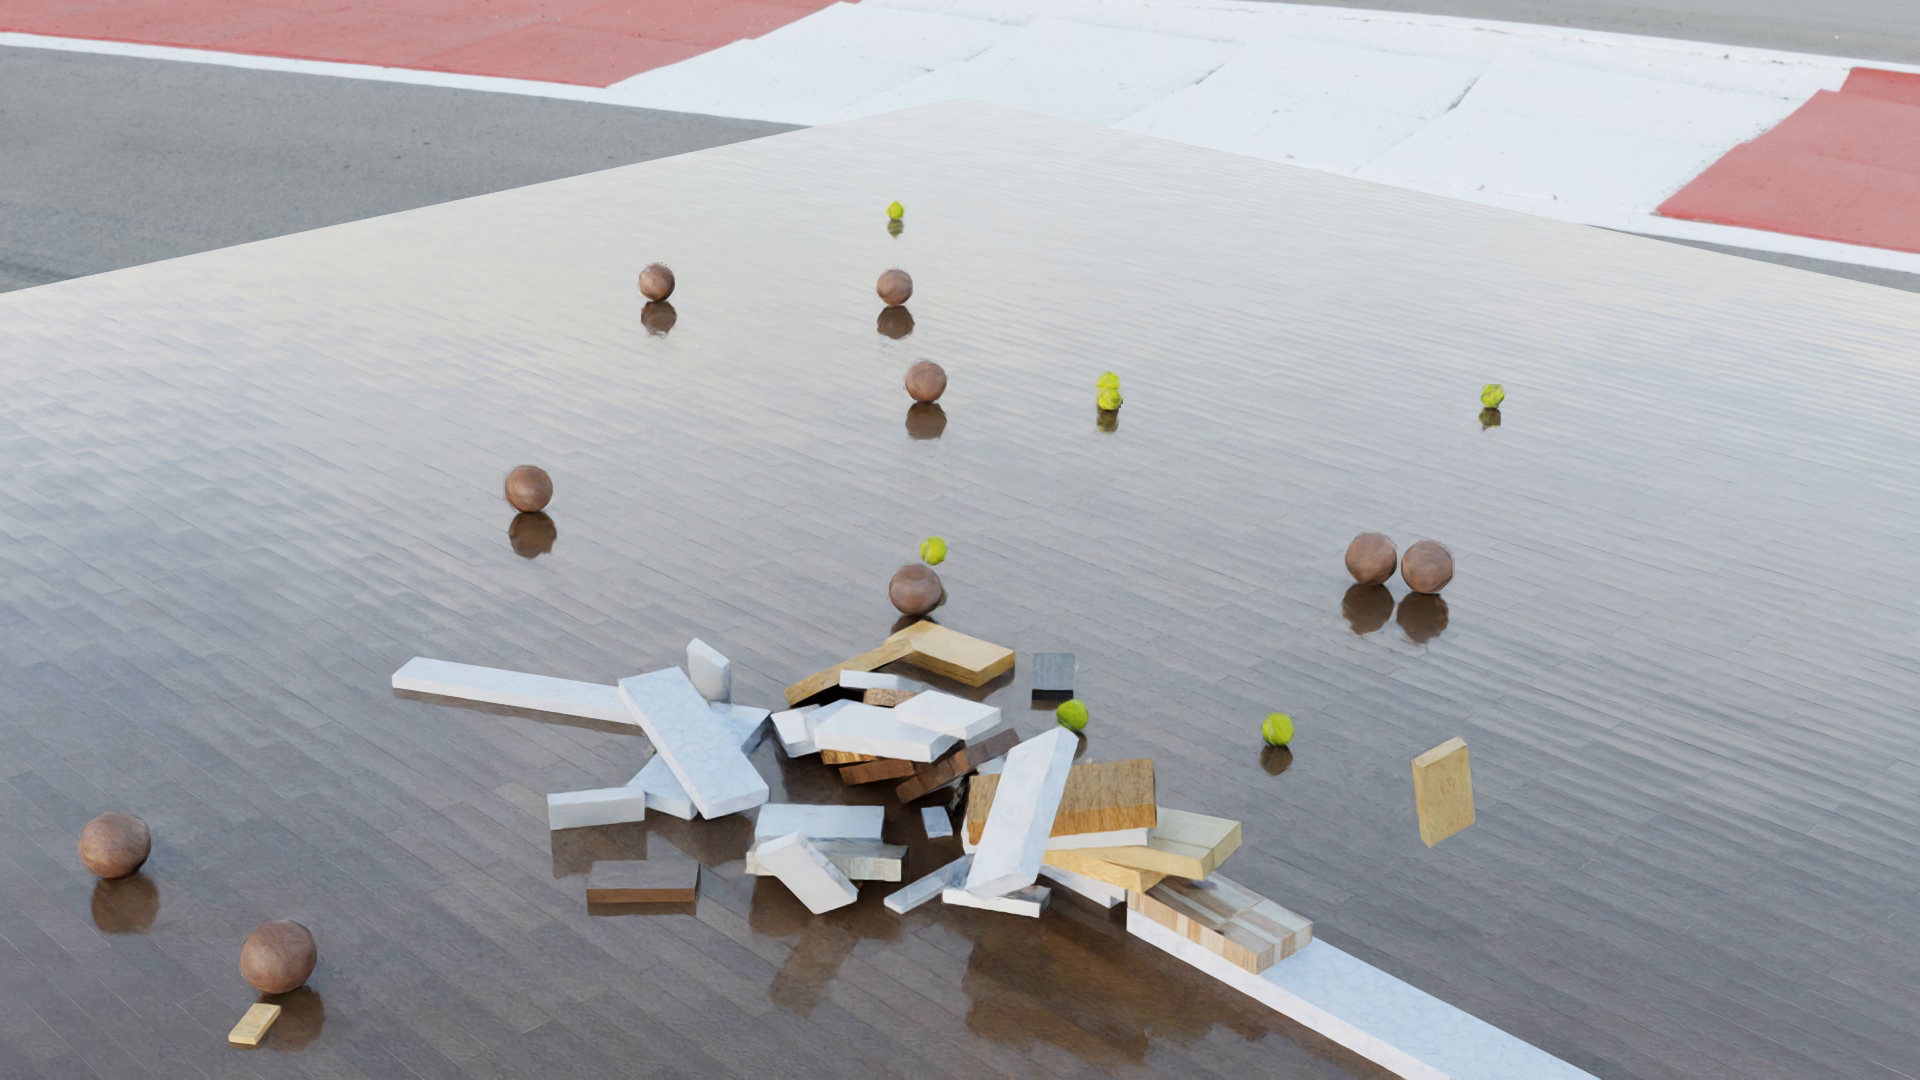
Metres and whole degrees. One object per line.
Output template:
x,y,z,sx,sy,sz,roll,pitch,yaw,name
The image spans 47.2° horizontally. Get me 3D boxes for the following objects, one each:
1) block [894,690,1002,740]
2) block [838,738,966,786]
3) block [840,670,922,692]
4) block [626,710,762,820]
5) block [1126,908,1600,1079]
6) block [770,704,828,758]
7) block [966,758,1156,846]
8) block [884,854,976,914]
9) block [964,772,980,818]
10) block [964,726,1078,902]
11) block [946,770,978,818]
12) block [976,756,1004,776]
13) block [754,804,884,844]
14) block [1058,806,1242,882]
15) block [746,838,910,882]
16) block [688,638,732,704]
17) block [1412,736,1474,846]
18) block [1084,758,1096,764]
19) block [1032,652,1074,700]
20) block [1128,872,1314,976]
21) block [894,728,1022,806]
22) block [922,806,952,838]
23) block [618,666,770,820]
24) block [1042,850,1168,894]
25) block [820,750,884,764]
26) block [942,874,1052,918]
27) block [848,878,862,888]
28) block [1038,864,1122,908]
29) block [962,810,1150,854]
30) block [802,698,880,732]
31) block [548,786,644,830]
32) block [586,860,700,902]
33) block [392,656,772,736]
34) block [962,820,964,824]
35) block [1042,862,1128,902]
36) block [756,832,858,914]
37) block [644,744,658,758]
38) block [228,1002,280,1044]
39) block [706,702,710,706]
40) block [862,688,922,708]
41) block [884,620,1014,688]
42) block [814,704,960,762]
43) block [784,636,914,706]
-0.025,0.347,4.378,0.198,0.028,0.099,11,26,43,block
-0.118,0.448,4.488,0.136,0.039,0.272,-21,2,-36,block
-0.171,0.317,4.813,0.124,0.035,0.247,5,-7,12,block
-0.548,0.461,4.556,0.147,0.042,0.293,14,35,20,block
0.691,0.805,3.801,0.169,0.048,0.925,-21,31,-40,block
-0.332,0.406,4.697,0.109,0.031,0.219,-13,15,-11,block
0.187,0.478,4.031,0.338,0.048,0.169,-7,23,7,block
-0.031,0.649,4.214,0.048,0.014,0.272,21,31,40,block
0.039,0.513,4.401,0.058,0.117,0.017,-21,41,-40,block
0.107,0.469,3.771,0.147,0.042,0.293,-30,32,48,block
0.016,0.506,4.424,0.058,0.117,0.017,-21,57,-40,block
0.081,0.492,4.364,0.058,0.117,0.017,-20,-9,-40,block
-0.277,0.573,4.366,0.247,0.035,0.124,1,23,2,block
0.347,0.548,4.062,0.307,0.043,0.153,7,24,34,block
-0.251,0.611,4.205,0.293,0.042,0.147,2,2,5,block
-0.547,0.294,4.814,0.093,0.186,0.026,32,60,16,block
0.816,0.425,3.712,0.093,0.186,0.026,-25,38,-13,block
0.241,0.487,4.490,0.013,0.095,0.047,39,-8,15,block
0.212,0.309,4.997,0.094,0.027,0.187,1,23,3,block
0.469,0.677,3.985,0.153,0.043,0.307,-20,30,-39,block
-0.006,0.456,4.424,0.136,0.039,0.272,-20,-9,-38,block
-0.047,0.565,4.412,0.048,0.014,0.095,-4,23,-9,block
-0.553,0.412,4.535,0.137,0.039,0.435,-12,38,-30,block
0.228,0.568,4.176,0.410,0.043,0.153,11,27,42,block
-0.190,0.430,4.582,0.109,0.031,0.219,-21,4,-34,block
0.070,0.667,4.131,0.186,0.026,0.093,7,11,15,block
-0.221,0.653,4.162,0.047,0.013,0.094,7,3,15,block
0.244,0.636,4.225,0.207,0.029,0.103,21,31,41,block
0.183,0.510,4.083,0.338,0.048,0.169,-5,23,11,block
-0.220,0.379,4.600,0.109,0.031,0.219,-21,18,-36,block
-0.725,0.533,4.384,0.187,0.094,0.027,-5,54,-11,block
-0.602,0.650,4.192,0.204,0.029,0.102,0,23,-1,block
-0.847,0.352,4.893,0.882,0.029,0.102,7,24,16,block
0.114,0.571,4.336,0.103,0.029,0.207,-21,22,-41,block
0.262,0.619,4.190,0.207,0.029,0.103,19,29,38,block
-0.281,0.614,4.051,0.094,0.187,0.027,-23,35,27,block
-0.641,0.434,4.614,0.013,0.047,0.095,30,-4,0,block
-1.213,0.832,3.783,0.048,0.014,0.095,4,23,9,block
-0.573,0.422,4.683,0.102,0.029,0.204,-6,33,-9,block
-0.139,0.346,4.730,0.124,0.035,0.248,7,-7,-5,block
-0.025,0.261,5.095,0.274,0.039,0.137,17,28,35,block
-0.142,0.386,4.410,0.272,0.039,0.136,4,21,30,block
-0.249,0.293,4.927,0.275,0.039,0.137,-21,-5,-40,block
